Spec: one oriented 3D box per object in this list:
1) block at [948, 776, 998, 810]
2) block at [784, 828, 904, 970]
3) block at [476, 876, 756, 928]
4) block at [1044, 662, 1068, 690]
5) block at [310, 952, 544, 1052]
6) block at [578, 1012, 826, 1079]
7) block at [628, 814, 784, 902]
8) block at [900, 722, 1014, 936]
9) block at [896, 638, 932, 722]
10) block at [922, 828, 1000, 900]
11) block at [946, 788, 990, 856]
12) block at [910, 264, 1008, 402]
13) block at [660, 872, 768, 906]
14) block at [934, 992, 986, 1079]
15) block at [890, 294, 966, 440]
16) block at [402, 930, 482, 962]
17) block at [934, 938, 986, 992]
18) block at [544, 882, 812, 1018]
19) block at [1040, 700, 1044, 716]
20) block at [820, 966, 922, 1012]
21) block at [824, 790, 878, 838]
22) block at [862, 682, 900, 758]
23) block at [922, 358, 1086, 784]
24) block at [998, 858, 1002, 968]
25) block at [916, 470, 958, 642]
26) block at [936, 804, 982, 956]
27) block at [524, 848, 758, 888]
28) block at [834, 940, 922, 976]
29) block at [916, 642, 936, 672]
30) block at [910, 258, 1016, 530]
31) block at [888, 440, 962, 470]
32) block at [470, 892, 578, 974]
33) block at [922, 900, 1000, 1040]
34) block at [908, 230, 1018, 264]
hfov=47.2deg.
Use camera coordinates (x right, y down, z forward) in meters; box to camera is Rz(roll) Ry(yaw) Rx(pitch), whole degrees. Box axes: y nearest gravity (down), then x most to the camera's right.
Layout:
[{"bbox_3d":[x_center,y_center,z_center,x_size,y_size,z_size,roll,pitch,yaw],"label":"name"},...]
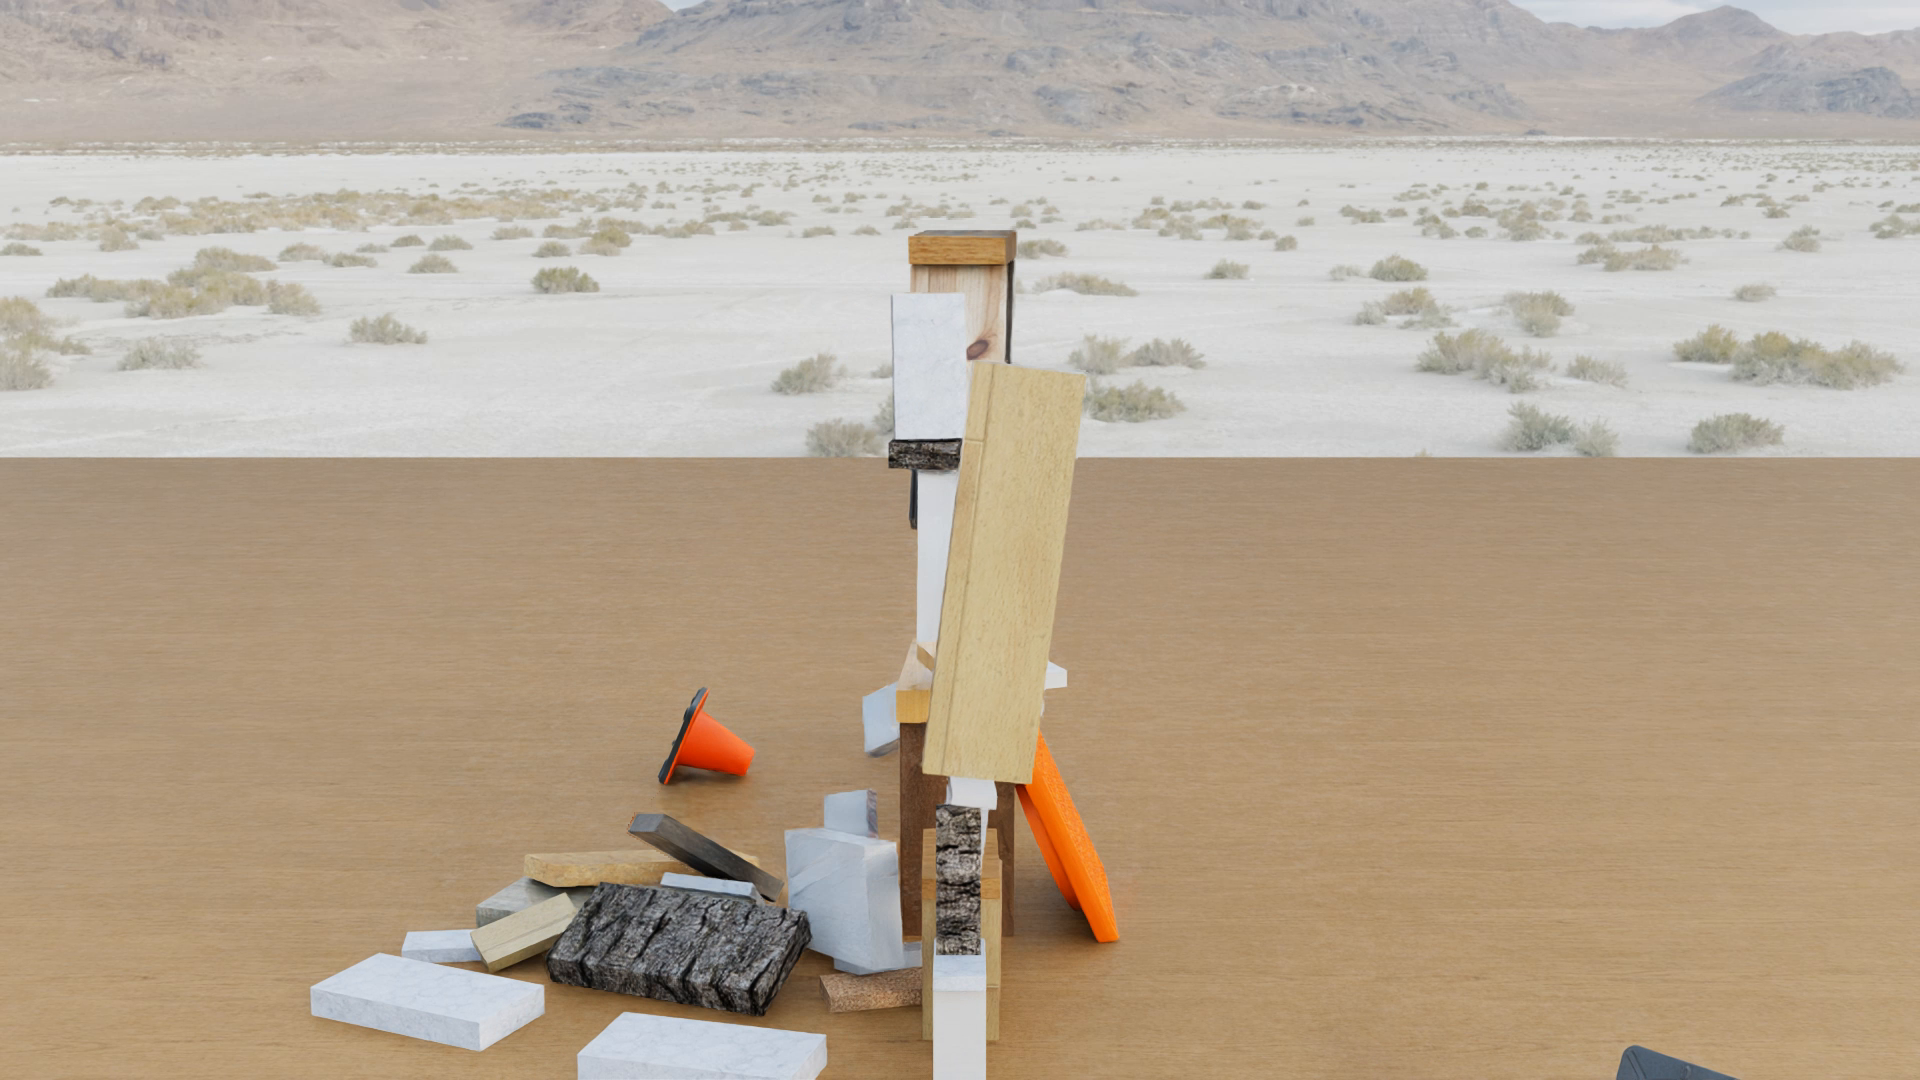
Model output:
[{"bbox_3d":[0.016,0.336,2.973,0.060,0.017,0.121,7,9,-4],"label":"block"},{"bbox_3d":[-0.177,0.532,3.295,0.050,0.176,0.352,-3,-2,-23],"label":"block"},{"bbox_3d":[-0.544,0.599,3.486,0.403,0.050,0.176,4,11,19],"label":"block"},{"bbox_3d":[0.064,0.212,3.396,0.182,0.026,0.091,-4,11,-22],"label":"block"},{"bbox_3d":[-0.766,0.662,3.164,0.299,0.042,0.149,5,12,25],"label":"block"},{"bbox_3d":[-0.346,0.700,2.963,0.299,0.042,0.149,3,11,15],"label":"block"},{"bbox_3d":[-0.410,0.513,3.555,0.237,0.034,0.118,34,-21,-21],"label":"block"},{"bbox_3d":[-0.004,0.446,3.466,0.179,0.357,0.051,0,11,2],"label":"block"},{"bbox_3d":[0.000,0.224,3.544,0.179,0.051,0.357,1,10,3],"label":"block"},{"bbox_3d":[0.001,0.458,3.120,0.107,0.030,0.214,0,11,0],"label":"block"},{"bbox_3d":[0.006,0.396,3.024,0.060,0.121,0.017,7,9,-2],"label":"block"},{"bbox_3d":[-0.006,-0.337,3.802,0.169,0.048,0.337,0,55,3],"label":"block"},{"bbox_3d":[-0.397,0.574,3.555,0.158,0.079,0.022,4,55,19],"label":"block"},{"bbox_3d":[-0.001,0.657,2.925,0.070,0.140,0.020,0,11,0],"label":"block"},{"bbox_3d":[-0.050,-0.283,3.600,0.118,0.237,0.034,-1,0,-6],"label":"block"},{"bbox_3d":[-0.779,0.628,3.404,0.158,0.022,0.079,-1,11,-7],"label":"block"},{"bbox_3d":[-0.001,0.570,2.956,0.070,0.020,0.139,0,11,0],"label":"block"},{"bbox_3d":[-0.419,0.607,3.278,0.352,0.050,0.176,4,33,22],"label":"block"},{"bbox_3d":[0.043,0.353,4.743,0.252,0.036,0.126,2,-6,18],"label":"block"},{"bbox_3d":[-0.115,0.659,3.231,0.169,0.024,0.085,-3,11,-14],"label":"block"},{"bbox_3d":[-0.178,0.504,3.592,0.091,0.182,0.026,-13,-19,34],"label":"block"},{"bbox_3d":[-0.061,0.322,4.403,0.319,0.126,0.036,-26,-38,30],"label":"block"},{"bbox_3d":[0.057,0.046,2.966,0.149,0.563,0.042,6,9,-5],"label":"block"},{"bbox_3d":[0.005,0.570,3.188,0.107,0.214,0.030,-5,13,-25],"label":"block"},{"bbox_3d":[0.006,0.032,3.615,0.150,0.300,0.042,0,-3,2],"label":"block"},{"bbox_3d":[-0.002,0.456,2.952,0.060,0.206,0.017,0,10,0],"label":"block"},{"bbox_3d":[-0.526,0.541,3.649,0.371,0.034,0.118,3,0,-36],"label":"block"},{"bbox_3d":[-0.095,0.628,3.312,0.169,0.024,0.085,-2,-2,-29],"label":"block"},{"bbox_3d":[-0.001,0.188,3.386,0.091,0.026,0.182,-3,11,-14],"label":"block"},{"bbox_3d":[0.007,-0.273,4.016,0.169,0.539,0.048,1,-24,4],"label":"block"},{"bbox_3d":[-0.017,-0.162,3.718,0.150,0.042,0.300,2,11,10],"label":"block"},{"bbox_3d":[-0.662,0.602,3.372,0.158,0.022,0.079,-21,38,-23],"label":"block"},{"bbox_3d":[0.001,0.592,3.072,0.107,0.214,0.030,0,11,0],"label":"block"},{"bbox_3d":[0.010,-0.534,4.002,0.169,0.048,0.337,1,10,5],"label":"block"}]
